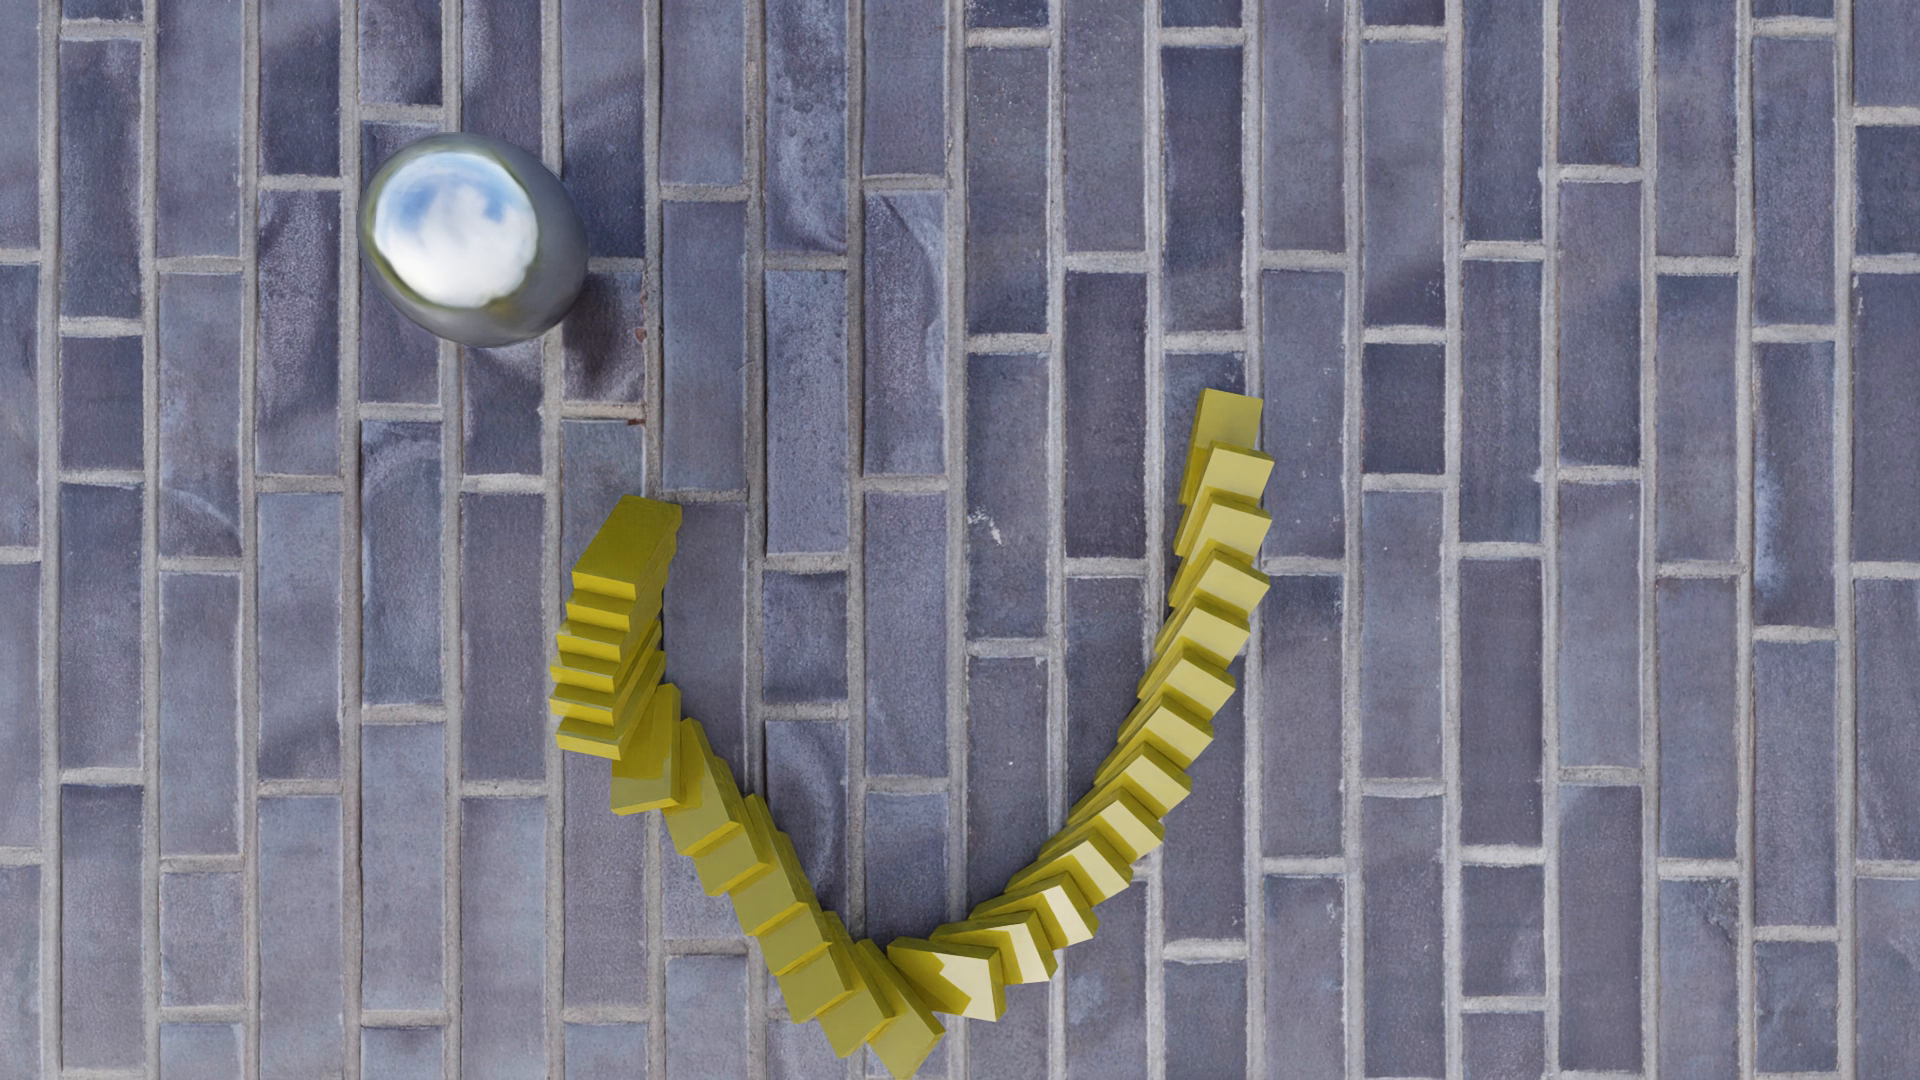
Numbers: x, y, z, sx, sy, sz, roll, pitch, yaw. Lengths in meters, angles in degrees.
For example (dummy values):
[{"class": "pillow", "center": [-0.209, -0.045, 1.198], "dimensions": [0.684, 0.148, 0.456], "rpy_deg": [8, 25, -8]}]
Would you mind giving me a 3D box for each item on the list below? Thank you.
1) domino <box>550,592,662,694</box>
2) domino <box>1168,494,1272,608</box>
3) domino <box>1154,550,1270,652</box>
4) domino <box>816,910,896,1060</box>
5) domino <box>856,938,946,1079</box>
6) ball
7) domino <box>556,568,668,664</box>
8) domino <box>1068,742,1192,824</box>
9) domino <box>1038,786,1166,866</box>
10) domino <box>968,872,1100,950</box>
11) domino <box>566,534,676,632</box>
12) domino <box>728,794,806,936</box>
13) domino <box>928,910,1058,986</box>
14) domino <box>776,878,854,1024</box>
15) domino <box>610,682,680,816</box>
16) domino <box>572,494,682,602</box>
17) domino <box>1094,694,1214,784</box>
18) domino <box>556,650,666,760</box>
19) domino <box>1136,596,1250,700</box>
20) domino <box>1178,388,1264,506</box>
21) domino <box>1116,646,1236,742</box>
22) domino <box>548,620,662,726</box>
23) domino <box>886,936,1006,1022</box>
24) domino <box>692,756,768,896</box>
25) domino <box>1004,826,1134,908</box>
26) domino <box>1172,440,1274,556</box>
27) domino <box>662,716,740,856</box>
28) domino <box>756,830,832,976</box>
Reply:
[{"class": "domino", "center": [-0.145, 0.039, 0.378], "dimensions": [0.025, 0.050, 0.009], "rpy_deg": [12, 131, 0]}, {"class": "domino", "center": [0.108, 0.008, 0.385], "dimensions": [0.025, 0.010, 0.050], "rpy_deg": [16, 117, 0]}, {"class": "domino", "center": [0.105, 0.031, 0.384], "dimensions": [0.025, 0.010, 0.050], "rpy_deg": [26, 117, 0]}, {"class": "domino", "center": [-0.051, 0.185, 0.383], "dimensions": [0.025, 0.009, 0.050], "rpy_deg": [-42, 59, 2]}, {"class": "domino", "center": [-0.032, 0.195, 0.382], "dimensions": [0.050, 0.010, 0.025], "rpy_deg": [38, 95, 32]}, {"class": "ball", "center": [-0.189, -0.116, 0.360], "dimensions": [0.080, 0.080, 0.080], "rpy_deg": [0, 90, 0]}, {"class": "domino", "center": [-0.142, 0.027, 0.378], "dimensions": [0.025, 0.050, 0.010], "rpy_deg": [12, 131, 0]}, {"class": "domino", "center": [0.071, 0.109, 0.384], "dimensions": [0.025, 0.009, 0.050], "rpy_deg": [38, 118, 0]}, {"class": "domino", "center": [0.059, 0.127, 0.384], "dimensions": [0.025, 0.009, 0.050], "rpy_deg": [44, 118, 0]}, {"class": "domino", "center": [0.030, 0.159, 0.384], "dimensions": [0.050, 0.009, 0.025], "rpy_deg": [-32, 90, 29]}, {"class": "domino", "center": [-0.138, 0.014, 0.378], "dimensions": [0.025, 0.050, 0.009], "rpy_deg": [12, 131, 0]}, {"class": "domino", "center": [-0.086, 0.135, 0.383], "dimensions": [0.025, 0.009, 0.050], "rpy_deg": [-32, 60, 0]}, {"class": "domino", "center": [0.013, 0.172, 0.383], "dimensions": [0.050, 0.010, 0.025], "rpy_deg": [-23, 90, 30]}, {"class": "domino", "center": [-0.066, 0.171, 0.383], "dimensions": [0.025, 0.010, 0.050], "rpy_deg": [-34, 60, 3]}, {"class": "domino", "center": [-0.131, 0.087, 0.382], "dimensions": [0.025, 0.010, 0.050], "rpy_deg": [-11, 58, 2]}, {"class": "domino", "center": [-0.136, 0.002, 0.378], "dimensions": [0.025, 0.050, 0.010], "rpy_deg": [12, 131, 0]}, {"class": "domino", "center": [0.081, 0.090, 0.384], "dimensions": [0.025, 0.010, 0.050], "rpy_deg": [33, 117, 0]}, {"class": "domino", "center": [-0.143, 0.065, 0.378], "dimensions": [0.025, 0.050, 0.009], "rpy_deg": [11, 131, 0]}, {"class": "domino", "center": [0.097, 0.050, 0.384], "dimensions": [0.025, 0.010, 0.050], "rpy_deg": [25, 117, 0]}, {"class": "domino", "center": [0.112, -0.038, 0.395], "dimensions": [0.025, 0.010, 0.050], "rpy_deg": [12, 90, 0]}, {"class": "domino", "center": [0.090, 0.071, 0.384], "dimensions": [0.025, 0.009, 0.050], "rpy_deg": [30, 117, 0]}, {"class": "domino", "center": [-0.145, 0.052, 0.378], "dimensions": [0.025, 0.050, 0.010], "rpy_deg": [12, 131, 0]}, {"class": "domino", "center": [-0.006, 0.183, 0.383], "dimensions": [0.050, 0.010, 0.025], "rpy_deg": [-8, 90, 31]}, {"class": "domino", "center": [-0.102, 0.119, 0.384], "dimensions": [0.025, 0.009, 0.050], "rpy_deg": [-32, 62, 0]}, {"class": "domino", "center": [0.045, 0.143, 0.384], "dimensions": [0.025, 0.009, 0.050], "rpy_deg": [48, 118, 0]}, {"class": "domino", "center": [0.110, -0.015, 0.384], "dimensions": [0.025, 0.009, 0.050], "rpy_deg": [13, 117, -1]}, {"class": "domino", "center": [-0.113, 0.103, 0.384], "dimensions": [0.025, 0.010, 0.050], "rpy_deg": [-32, 62, 0]}, {"class": "domino", "center": [-0.075, 0.151, 0.383], "dimensions": [0.025, 0.010, 0.050], "rpy_deg": [-32, 60, 0]}]
